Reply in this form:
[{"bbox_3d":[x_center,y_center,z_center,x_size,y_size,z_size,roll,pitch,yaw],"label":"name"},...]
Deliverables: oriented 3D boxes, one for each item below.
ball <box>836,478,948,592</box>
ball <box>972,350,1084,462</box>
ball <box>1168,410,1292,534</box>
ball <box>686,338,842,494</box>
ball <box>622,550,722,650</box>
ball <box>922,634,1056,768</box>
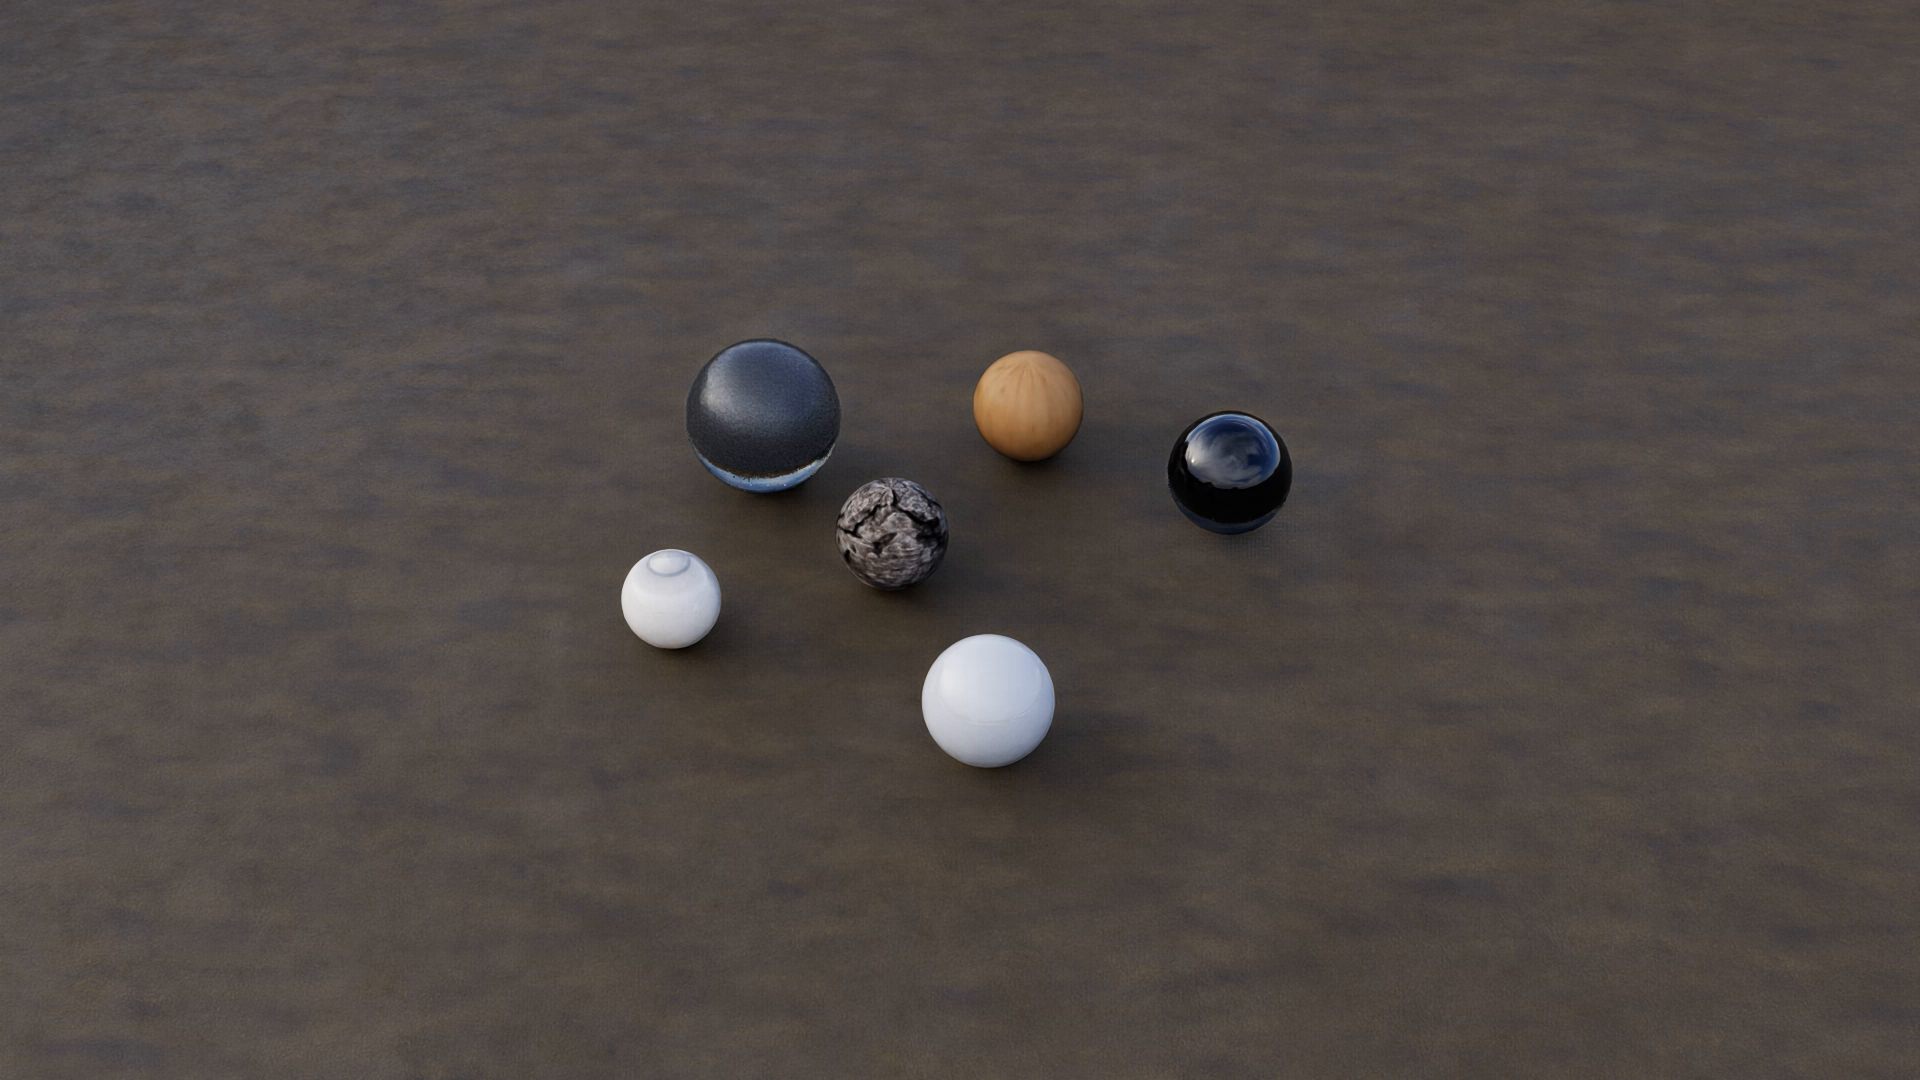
[{"bbox_3d":[-0.041,-0.003,1.558,0.069,0.069,0.069,0,37,0],"label":"ball"},{"bbox_3d":[0.044,-0.087,1.668,0.072,0.072,0.072,0,37,0],"label":"ball"},{"bbox_3d":[0.169,-0.042,1.603,0.078,0.078,0.078,0,37,0],"label":"ball"},{"bbox_3d":[-0.125,-0.079,1.635,0.099,0.099,0.099,0,37,0],"label":"ball"},{"bbox_3d":[-0.170,0.035,1.515,0.059,0.059,0.059,0,37,0],"label":"ball"},{"bbox_3d":[0.016,0.090,1.428,0.075,0.075,0.075,0,37,0],"label":"ball"}]
